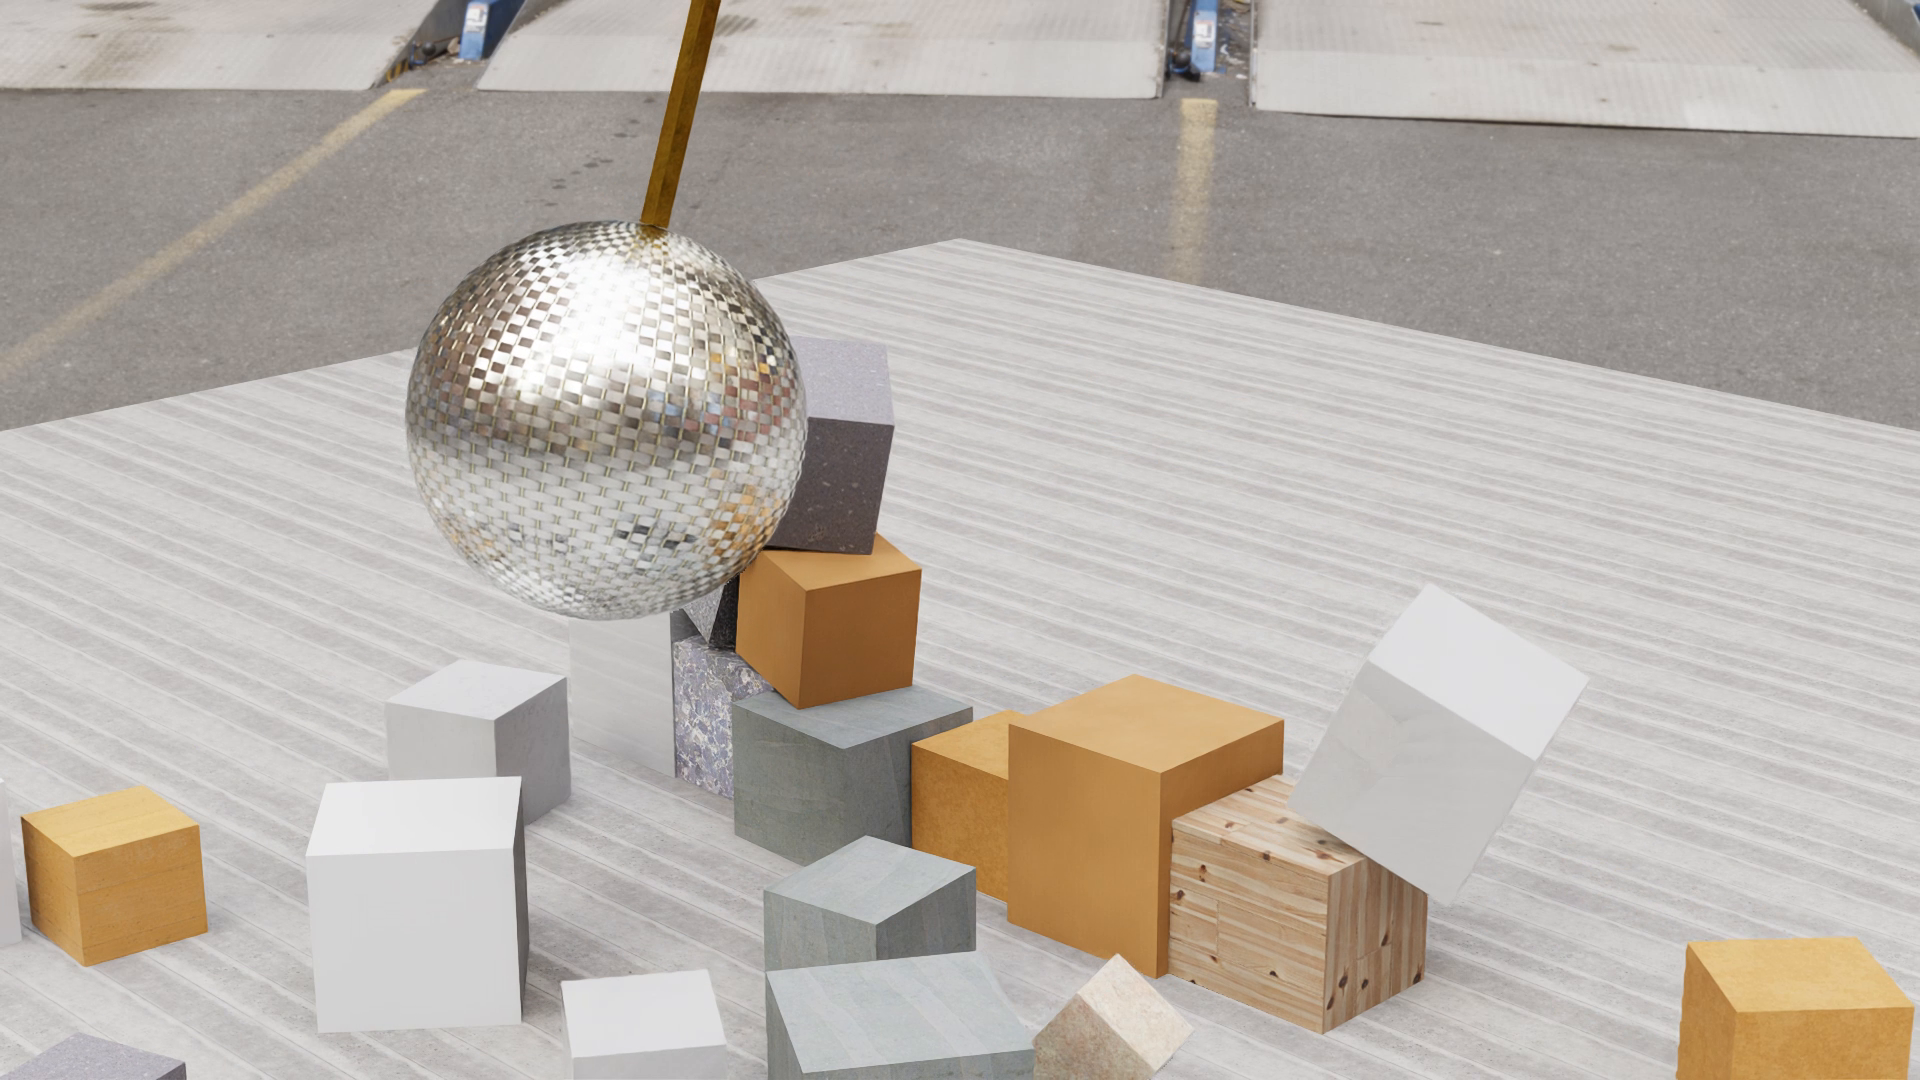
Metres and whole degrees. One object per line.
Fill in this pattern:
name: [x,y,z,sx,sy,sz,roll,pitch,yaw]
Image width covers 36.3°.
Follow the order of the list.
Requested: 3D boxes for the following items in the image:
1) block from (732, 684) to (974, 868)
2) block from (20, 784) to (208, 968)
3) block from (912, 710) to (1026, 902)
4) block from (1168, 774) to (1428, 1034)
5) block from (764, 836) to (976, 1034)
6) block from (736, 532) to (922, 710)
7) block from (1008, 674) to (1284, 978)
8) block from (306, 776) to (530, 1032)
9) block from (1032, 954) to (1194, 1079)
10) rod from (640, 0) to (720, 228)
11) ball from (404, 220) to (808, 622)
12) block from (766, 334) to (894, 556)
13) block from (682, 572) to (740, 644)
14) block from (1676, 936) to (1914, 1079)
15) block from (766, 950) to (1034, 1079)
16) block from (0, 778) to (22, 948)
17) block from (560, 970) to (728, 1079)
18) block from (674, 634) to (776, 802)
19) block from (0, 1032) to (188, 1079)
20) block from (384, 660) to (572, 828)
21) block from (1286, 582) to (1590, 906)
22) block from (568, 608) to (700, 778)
block: [-0.504,1.086,13.775,0.796,0.667,0.801,-15,23,-40]
block: [-3.701,1.463,12.835,0.567,0.513,0.577,-14,22,-37]
block: [0.255,1.224,13.460,0.636,0.594,0.717,-17,24,-42]
block: [1.425,1.517,12.343,0.818,0.704,0.710,16,24,42]
block: [-0.361,1.673,11.960,0.569,0.636,0.677,12,21,34]
block: [-0.627,0.334,13.869,0.616,0.620,0.631,-10,29,-30]
block: [0.810,1.234,12.853,0.845,0.940,0.853,16,23,40]
block: [-2.244,1.509,12.237,0.821,0.783,0.771,-2,18,-5]
block: [0.533,1.934,11.141,0.409,0.480,0.383,44,30,9]
rod: [-0.610,-3.775,11.516,0.080,5.200,0.080,17,5,42]
ball: [-1.407,-0.476,11.718,1.600,1.600,1.600,0,17,0]
block: [-0.753,-0.464,13.793,0.753,0.717,0.732,6,33,-9]
block: [-0.999,0.005,14.359,0.676,0.690,0.638,-6,39,-33]
block: [3.185,1.927,11.230,0.673,0.589,0.608,-1,17,-4]
block: [-0.222,2.053,10.354,0.795,0.875,0.788,-4,18,-12]
block: [-4.600,1.379,12.705,0.682,0.751,0.769,-16,24,-41]
block: [-1.181,2.022,10.972,0.558,0.563,0.630,-3,18,-11]
block: [-0.843,0.833,14.502,0.838,0.715,0.753,-16,24,-42]
block: [-3.134,2.172,10.523,0.510,0.545,0.524,9,19,26]
block: [-2.310,1.008,14.098,0.607,0.624,0.647,8,19,23]
block: [1.958,0.824,11.997,0.764,0.788,0.812,32,32,13]
block: [-1.402,0.580,15.008,0.860,0.895,0.816,-17,24,-42]
